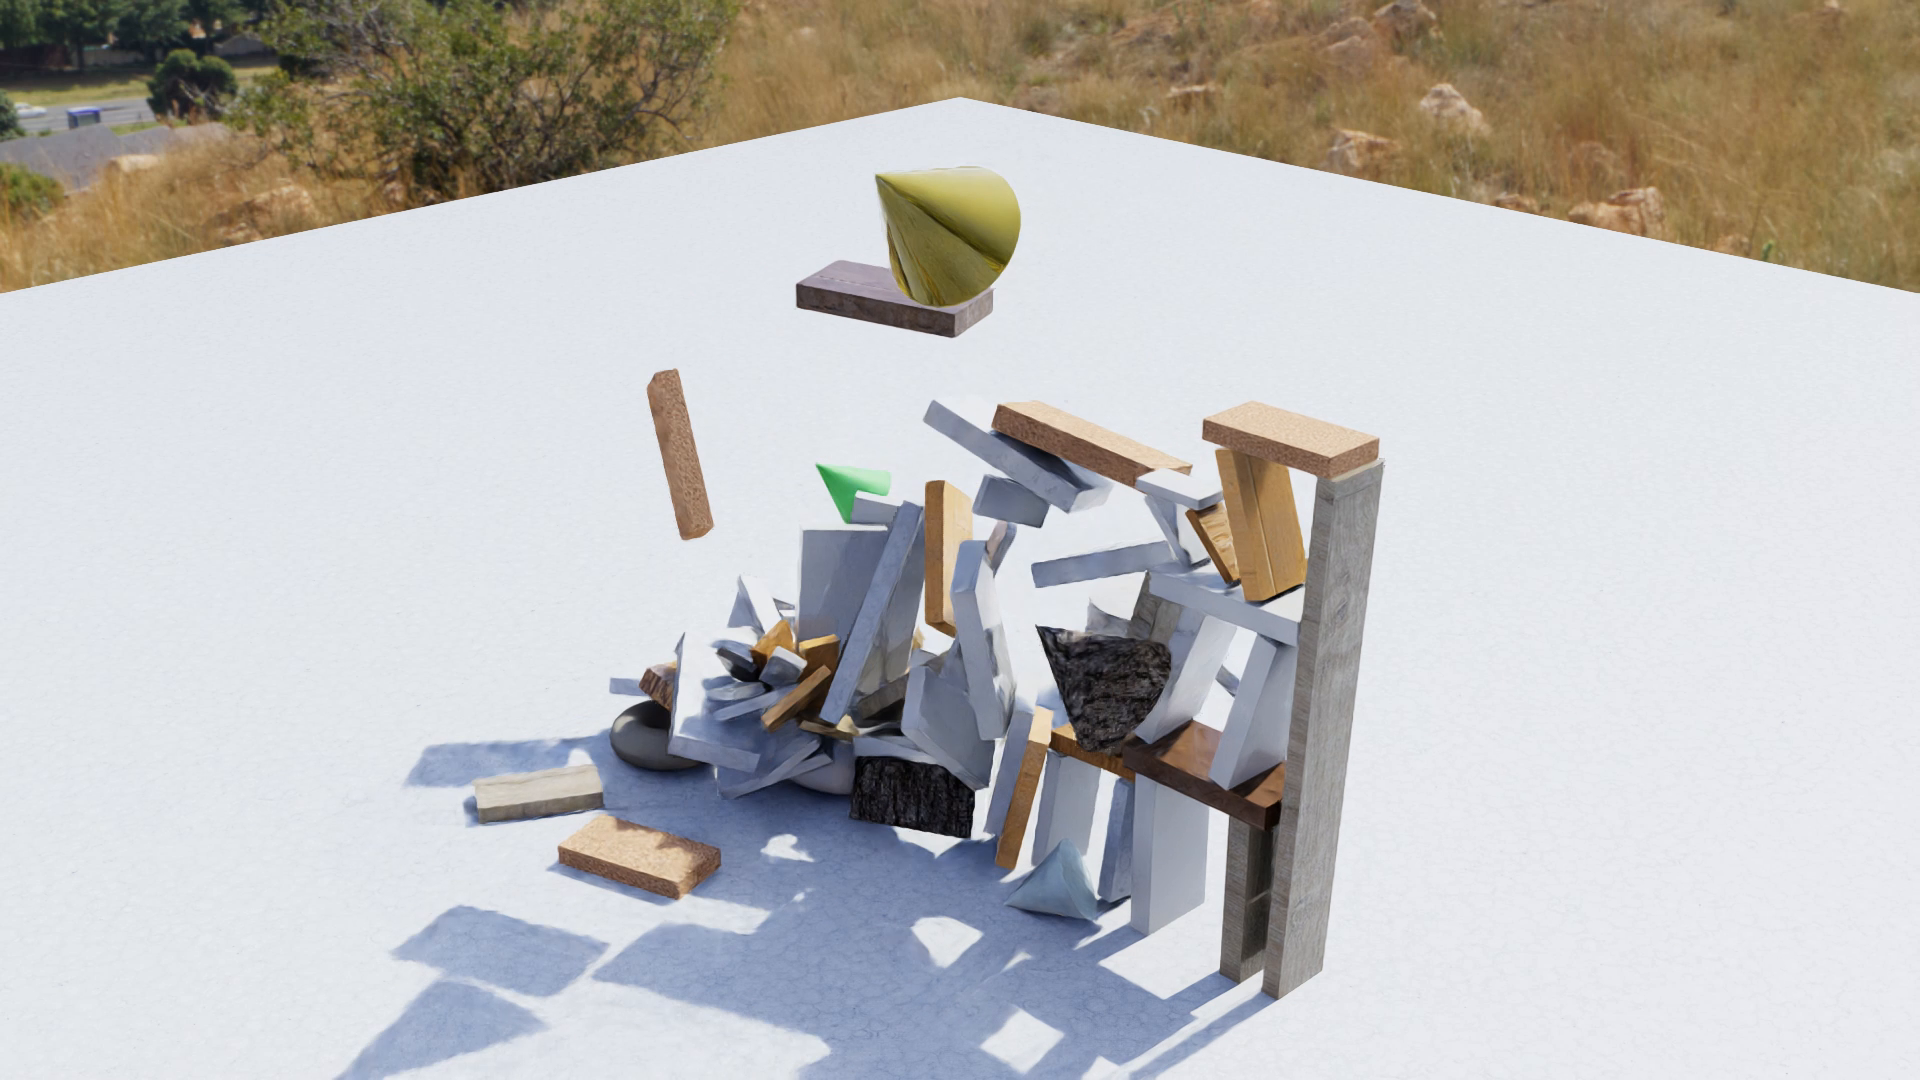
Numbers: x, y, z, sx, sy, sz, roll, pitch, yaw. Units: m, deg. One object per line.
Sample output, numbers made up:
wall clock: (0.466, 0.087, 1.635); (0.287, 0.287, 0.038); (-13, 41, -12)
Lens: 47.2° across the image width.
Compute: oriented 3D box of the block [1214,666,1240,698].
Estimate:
block: (0.582, 0.318, 4.508); (0.108, 0.031, 0.217); (41, 1, 25)

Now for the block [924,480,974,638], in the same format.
block: (-0.021, 0.039, 4.303); (0.040, 0.284, 0.142); (-7, -18, 23)

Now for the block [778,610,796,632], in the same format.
block: (-0.420, 0.217, 5.069); (0.068, 0.135, 0.019); (-3, 46, -51)

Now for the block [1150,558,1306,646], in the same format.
block: (0.494, 0.091, 3.736); (0.157, 0.045, 0.315); (-21, 30, -40)

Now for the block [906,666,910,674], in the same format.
block: (-0.115, 0.293, 4.680); (0.067, 0.019, 0.135); (37, 8, 23)

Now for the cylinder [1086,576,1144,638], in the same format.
cylinder: (0.387, 0.225, 4.936); (0.213, 0.213, 0.213); (3, 26, -2)

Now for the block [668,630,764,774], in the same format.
block: (-0.495, 0.327, 4.512); (0.178, 0.050, 0.355); (15, 32, -12)

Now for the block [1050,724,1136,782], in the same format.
block: (0.305, 0.397, 4.131); (0.248, 0.035, 0.124); (19, 24, 37)

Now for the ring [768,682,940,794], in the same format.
ring: (-0.218, 0.402, 4.641); (0.409, 0.136, 0.409); (0, 23, 0)

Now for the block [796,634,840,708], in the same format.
block: (-0.291, 0.271, 4.418); (0.081, 0.162, 0.023); (-12, 36, -33)

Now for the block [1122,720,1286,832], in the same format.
block: (0.464, 0.410, 3.906); (0.162, 0.046, 0.324); (-21, 31, -40)

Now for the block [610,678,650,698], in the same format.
block: (-0.628, 0.324, 4.804); (0.125, 0.035, 0.249); (1, -3, 41)

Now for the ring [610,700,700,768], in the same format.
ring: (-0.616, 0.410, 4.685); (0.258, 0.086, 0.258); (-2, 19, 1)

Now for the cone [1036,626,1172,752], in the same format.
cone: (0.208, 0.211, 3.850); (0.228, 0.228, 0.228); (-20, 46, -39)

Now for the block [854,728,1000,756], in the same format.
block: (-0.066, 0.398, 4.350); (0.259, 0.037, 0.130); (-3, 3, 31)

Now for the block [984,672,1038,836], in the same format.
block: (0.098, 0.414, 4.248); (0.040, 0.283, 0.141); (12, 27, -1)

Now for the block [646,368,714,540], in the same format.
block: (-0.605, -0.181, 4.740); (0.049, 0.346, 0.173); (-12, -4, -16)

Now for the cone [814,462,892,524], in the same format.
cone: (-0.252, -0.124, 4.687); (0.152, 0.152, 0.152); (35, 11, -24)

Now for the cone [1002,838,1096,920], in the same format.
cone: (0.150, 0.659, 4.116); (0.159, 0.159, 0.159); (-22, 18, 17)

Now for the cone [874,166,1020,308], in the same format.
cone: (-0.080, -0.596, 3.924); (0.279, 0.279, 0.279); (16, -7, 34)

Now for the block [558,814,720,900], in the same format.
block: (-0.622, 0.613, 4.265); (0.283, 0.040, 0.141); (12, 26, 26)

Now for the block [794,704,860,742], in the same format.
block: (-0.272, 0.365, 4.417); (0.139, 0.020, 0.069); (19, 22, -33)

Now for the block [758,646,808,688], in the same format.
block: (-0.352, 0.258, 4.363); (0.068, 0.136, 0.019); (28, 59, -4)

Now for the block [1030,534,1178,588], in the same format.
block: (0.310, 0.031, 4.022); (0.169, 0.048, 0.338); (-14, 2, -45)

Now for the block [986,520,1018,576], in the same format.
block: (0.067, 0.022, 4.186); (0.021, 0.149, 0.075); (19, 29, -15)

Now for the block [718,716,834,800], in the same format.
block: (-0.379, 0.432, 4.491); (0.249, 0.035, 0.125); (-22, 49, 17)

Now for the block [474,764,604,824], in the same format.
block: (-0.862, 0.518, 4.495); (0.249, 0.035, 0.125); (-6, 24, -15)

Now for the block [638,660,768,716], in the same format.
block: (-0.517, 0.321, 4.729); (0.178, 0.050, 0.355); (35, 18, 20)

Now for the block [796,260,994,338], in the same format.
block: (-0.124, -0.459, 4.167); (0.336, 0.048, 0.168); (13, 28, 23)

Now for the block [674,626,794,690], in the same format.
block: (-0.447, 0.264, 4.825); (0.178, 0.050, 0.356); (37, 19, 25)

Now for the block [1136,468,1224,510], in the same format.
block: (0.379, -0.088, 3.776); (0.071, 0.020, 0.142); (-21, 30, -38)

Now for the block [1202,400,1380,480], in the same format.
block: (0.535, -0.165, 3.571); (0.130, 0.037, 0.259); (-21, 30, -40)
